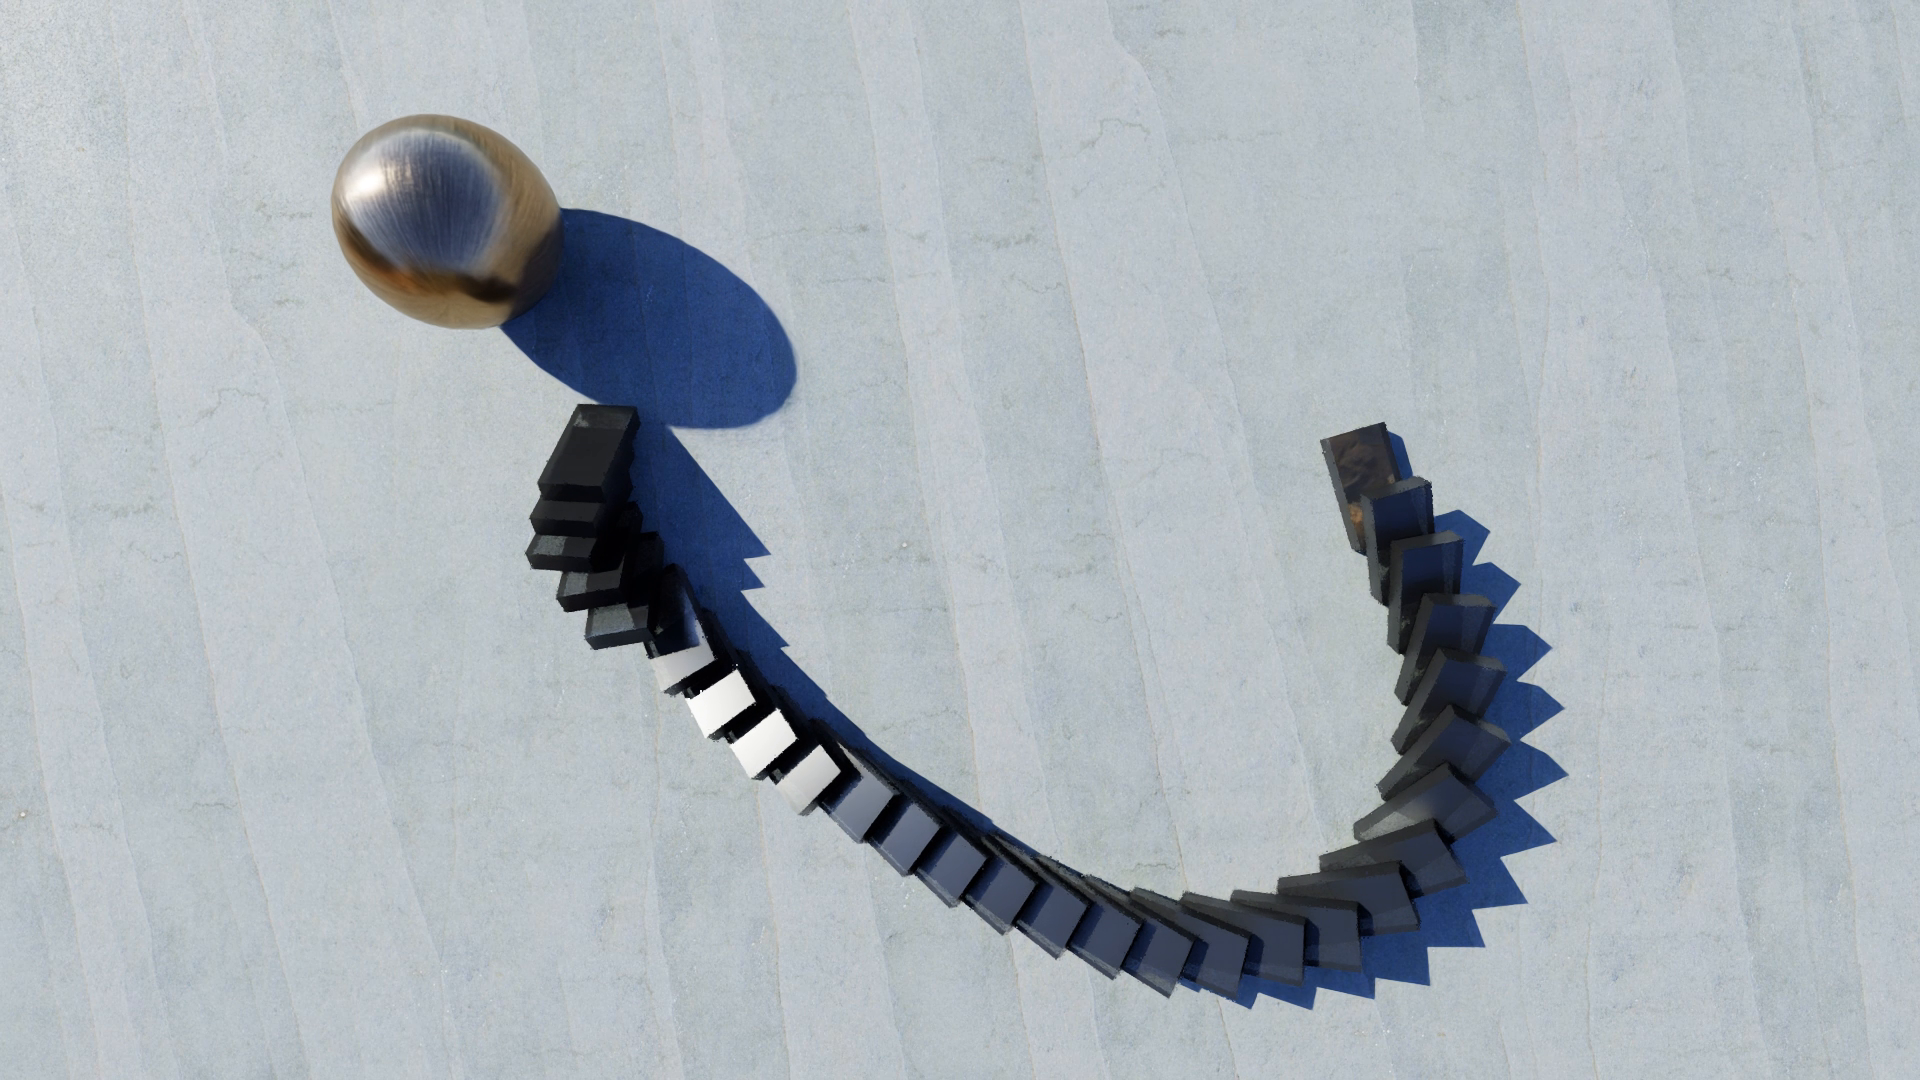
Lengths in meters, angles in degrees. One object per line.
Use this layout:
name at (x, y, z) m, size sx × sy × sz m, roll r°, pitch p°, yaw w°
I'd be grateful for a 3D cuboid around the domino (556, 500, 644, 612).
domino at (-0.148, 0.006, 0.379) m, size 0.025 × 0.010 × 0.050 m, roll -9°, pitch 46°, yaw 0°

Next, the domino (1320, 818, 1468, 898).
domino at (0.181, 0.138, 0.384) m, size 0.050 × 0.009 × 0.025 m, roll -32°, pitch 90°, yaw 27°

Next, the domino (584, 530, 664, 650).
domino at (-0.139, 0.020, 0.381) m, size 0.025 × 0.010 × 0.050 m, roll -9°, pitch 51°, yaw 0°

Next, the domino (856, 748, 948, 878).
domino at (-0.032, 0.114, 0.385) m, size 0.050 × 0.010 × 0.025 m, roll 37°, pitch 90°, yaw 25°

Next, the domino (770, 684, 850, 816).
domino at (-0.071, 0.088, 0.385) m, size 0.025 × 0.009 × 0.050 m, roll -45°, pitch 65°, yaw 0°

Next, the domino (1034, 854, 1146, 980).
domino at (0.049, 0.158, 0.385) m, size 0.050 × 0.009 × 0.025 m, roll 26°, pitch 90°, yaw 26°

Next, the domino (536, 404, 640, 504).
domino at (-0.153, -0.037, 0.379) m, size 0.025 × 0.010 × 0.050 m, roll 3°, pitch 47°, yaw 0°

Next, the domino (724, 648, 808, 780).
domino at (-0.089, 0.073, 0.385) m, size 0.025 × 0.010 × 0.050 m, roll -41°, pitch 65°, yaw 1°

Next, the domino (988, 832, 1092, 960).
domino at (0.027, 0.148, 0.385) m, size 0.050 × 0.010 × 0.025 m, roll 30°, pitch 90°, yaw 25°

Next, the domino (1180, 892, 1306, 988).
domino at (0.118, 0.167, 0.385) m, size 0.050 × 0.009 × 0.025 m, roll 2°, pitch 90°, yaw 27°

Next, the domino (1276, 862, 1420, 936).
domino at (0.162, 0.152, 0.384) m, size 0.050 × 0.009 × 0.025 m, roll -20°, pitch 90°, yaw 27°

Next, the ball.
ball at (-0.199, -0.123, 0.360) m, size 0.080 × 0.080 × 0.080 m, roll 0°, pitch 90°, yaw 0°

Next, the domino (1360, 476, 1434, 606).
domino at (0.185, 0.001, 0.385) m, size 0.025 × 0.010 × 0.050 m, roll -17°, pitch 114°, yaw 0°

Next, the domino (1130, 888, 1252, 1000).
domino at (0.094, 0.168, 0.385) m, size 0.050 × 0.009 × 0.025 m, roll 14°, pitch 90°, yaw 26°

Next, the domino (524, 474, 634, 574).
domino at (-0.156, -0.009, 0.379) m, size 0.025 × 0.009 × 0.050 m, roll 4°, pitch 47°, yaw 1°

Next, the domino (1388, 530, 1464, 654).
domino at (0.195, 0.022, 0.385) m, size 0.025 × 0.010 × 0.050 m, roll -11°, pitch 115°, yaw -1°

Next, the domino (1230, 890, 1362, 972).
domino at (0.141, 0.164, 0.384) m, size 0.050 × 0.009 × 0.025 m, roll -5°, pitch 90°, yaw 27°

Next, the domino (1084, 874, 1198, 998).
domino at (0.071, 0.166, 0.385) m, size 0.050 × 0.010 × 0.025 m, roll 23°, pitch 91°, yaw 26°

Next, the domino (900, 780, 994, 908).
domino at (-0.013, 0.127, 0.385) m, size 0.050 × 0.009 × 0.025 m, roll 36°, pitch 90°, yaw 25°

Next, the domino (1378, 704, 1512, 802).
domino at (0.202, 0.094, 0.384) m, size 0.025 × 0.010 × 0.050 m, roll 26°, pitch 117°, yaw 0°

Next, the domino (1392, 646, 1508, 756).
domino at (0.204, 0.070, 0.385) m, size 0.025 × 0.009 × 0.050 m, roll 12°, pitch 117°, yaw 0°

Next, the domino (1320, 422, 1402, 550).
domino at (0.176, -0.023, 0.395) m, size 0.025 × 0.009 × 0.050 m, roll -16°, pitch 90°, yaw 0°

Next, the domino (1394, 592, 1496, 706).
domino at (0.203, 0.047, 0.385) m, size 0.025 × 0.010 × 0.050 m, roll 2°, pitch 116°, yaw 0°

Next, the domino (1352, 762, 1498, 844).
domino at (0.194, 0.117, 0.384) m, size 0.025 × 0.009 × 0.050 m, roll 41°, pitch 118°, yaw 0°

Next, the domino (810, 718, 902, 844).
domino at (-0.051, 0.101, 0.385) m, size 0.050 × 0.009 × 0.025 m, roll 37°, pitch 90°, yaw 25°

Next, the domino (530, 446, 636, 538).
domino at (-0.155, -0.023, 0.379) m, size 0.025 × 0.010 × 0.050 m, roll 3°, pitch 47°, yaw 1°

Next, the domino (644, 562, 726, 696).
domino at (-0.120, 0.037, 0.385) m, size 0.025 × 0.009 × 0.050 m, roll -31°, pitch 65°, yaw 0°

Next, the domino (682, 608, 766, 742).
domino at (-0.105, 0.056, 0.385) m, size 0.025 × 0.009 × 0.050 m, roll -36°, pitch 65°, yaw 0°

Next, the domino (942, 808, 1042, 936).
domino at (0.007, 0.138, 0.385) m, size 0.050 × 0.010 × 0.025 m, roll 33°, pitch 90°, yaw 25°
